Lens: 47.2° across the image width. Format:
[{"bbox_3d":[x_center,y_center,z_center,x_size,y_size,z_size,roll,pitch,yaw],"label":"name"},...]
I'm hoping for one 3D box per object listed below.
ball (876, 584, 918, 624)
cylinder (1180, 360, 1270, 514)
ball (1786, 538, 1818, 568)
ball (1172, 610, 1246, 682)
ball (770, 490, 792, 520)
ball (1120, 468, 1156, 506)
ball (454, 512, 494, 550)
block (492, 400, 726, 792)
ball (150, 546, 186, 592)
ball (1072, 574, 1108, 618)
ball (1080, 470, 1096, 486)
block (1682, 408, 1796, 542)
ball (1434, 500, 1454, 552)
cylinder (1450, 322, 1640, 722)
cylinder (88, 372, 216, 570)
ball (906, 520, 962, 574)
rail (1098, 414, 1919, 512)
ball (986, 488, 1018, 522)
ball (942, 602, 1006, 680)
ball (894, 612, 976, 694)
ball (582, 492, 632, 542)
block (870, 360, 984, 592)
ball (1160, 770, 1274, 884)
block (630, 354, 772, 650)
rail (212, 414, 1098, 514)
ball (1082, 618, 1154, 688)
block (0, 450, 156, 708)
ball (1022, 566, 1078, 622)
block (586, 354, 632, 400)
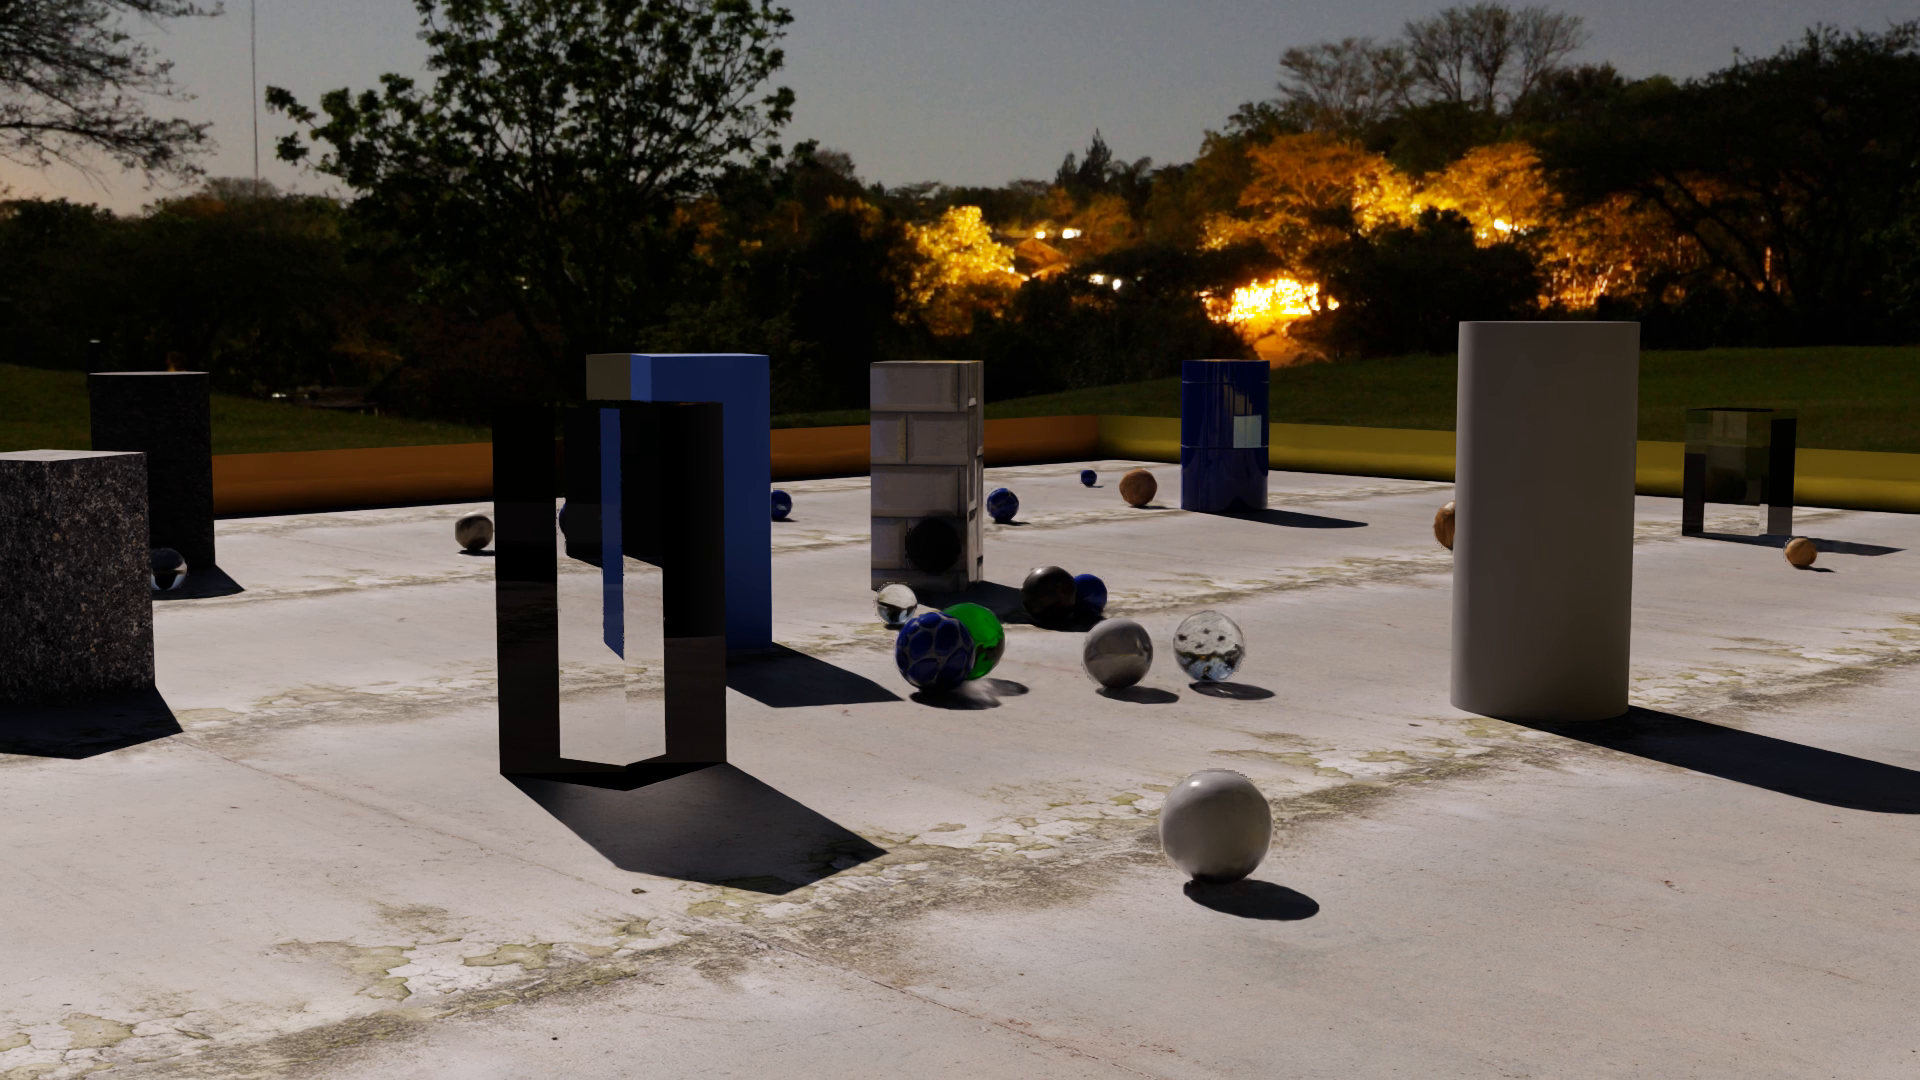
[{"bbox_3d":[-0.090,0.091,3.113,0.059,0.059,0.059,0,6,0],"label":"ball"},{"bbox_3d":[0.591,-0.234,4.904,0.194,0.332,0.194,0,6,0],"label":"cylinder"},{"bbox_3d":[1.456,0.022,3.805,0.051,0.051,0.051,0,6,0],"label":"ball"},{"bbox_3d":[0.296,0.127,2.618,0.086,0.086,0.086,0,6,0],"label":"ball"},{"bbox_3d":[-0.388,-0.075,4.679,0.062,0.062,0.062,0,6,0],"label":"ball"},{"bbox_3d":[0.405,-0.120,4.998,0.085,0.085,0.085,0,6,0],"label":"ball"},{"bbox_3d":[-0.899,-0.016,4.068,0.072,0.072,0.072,0,6,0],"label":"ball"},{"bbox_3d":[-0.337,0.046,2.125,0.156,0.354,0.156,4,7,30],"label":"block"},{"bbox_3d":[-1.262,0.046,3.486,0.070,0.070,0.070,0,6,0],"label":"ball"},{"bbox_3d":[0.182,0.081,3.184,0.064,0.064,0.064,0,6,0],"label":"ball"},{"bbox_3d":[0.325,-0.157,5.557,0.043,0.043,0.043,0,6,0],"label":"ball"},{"bbox_3d":[1.535,-0.132,4.332,0.156,0.249,0.156,6,8,43],"label":"block"},{"bbox_3d":[0.921,-0.026,4.045,0.097,0.097,0.097,0,6,0],"label":"ball"},{"bbox_3d":[0.652,-0.027,2.458,0.194,0.431,0.194,0,6,0],"label":"cylinder"},{"bbox_3d":[-1.395,-0.120,3.800,0.194,0.335,0.194,0,6,0],"label":"cylinder"},{"bbox_3d":[-0.041,0.011,3.434,0.085,0.085,0.085,0,6,0],"label":"ball"},{"bbox_3d":[1.882,-0.148,5.059,0.045,0.126,4.371,-5,8,-42],"label":"rail"},{"bbox_3d":[0.089,-0.074,4.631,0.069,0.069,0.069,0,6,0],"label":"ball"},{"bbox_3d":[0.008,0.122,2.646,0.094,0.094,0.094,0,6,0],"label":"ball"},{"bbox_3d":[-0.029,0.131,2.559,0.095,0.095,0.095,0,6,0],"label":"ball"},{"bbox_3d":[-0.680,-0.045,4.231,0.096,0.096,0.096,0,6,0],"label":"ball"},{"bbox_3d":[-0.052,-0.106,3.546,0.156,0.361,0.156,1,6,10],"label":"block"},{"bbox_3d":[0.199,0.223,1.709,0.088,0.088,0.088,0,6,0],"label":"ball"},{"bbox_3d":[-0.346,-0.054,2.934,0.156,0.384,0.156,-2,6,-18],"label":"block"},{"bbox_3d":[-1.466,-0.133,4.912,5.170,0.126,0.045,-5,8,-42],"label":"rail"},{"bbox_3d":[0.186,0.133,2.588,0.084,0.084,0.084,0,6,0],"label":"ball"},{"bbox_3d":[-1.054,0.040,2.549,0.156,0.277,0.156,2,6,20],"label":"block"},{"bbox_3d":[0.128,0.077,3.138,0.081,0.081,0.081,0,6,0],"label":"ball"},{"bbox_3d":[-0.589,-0.164,4.090,0.156,0.362,0.156,1,6,13],"label":"block"}]
